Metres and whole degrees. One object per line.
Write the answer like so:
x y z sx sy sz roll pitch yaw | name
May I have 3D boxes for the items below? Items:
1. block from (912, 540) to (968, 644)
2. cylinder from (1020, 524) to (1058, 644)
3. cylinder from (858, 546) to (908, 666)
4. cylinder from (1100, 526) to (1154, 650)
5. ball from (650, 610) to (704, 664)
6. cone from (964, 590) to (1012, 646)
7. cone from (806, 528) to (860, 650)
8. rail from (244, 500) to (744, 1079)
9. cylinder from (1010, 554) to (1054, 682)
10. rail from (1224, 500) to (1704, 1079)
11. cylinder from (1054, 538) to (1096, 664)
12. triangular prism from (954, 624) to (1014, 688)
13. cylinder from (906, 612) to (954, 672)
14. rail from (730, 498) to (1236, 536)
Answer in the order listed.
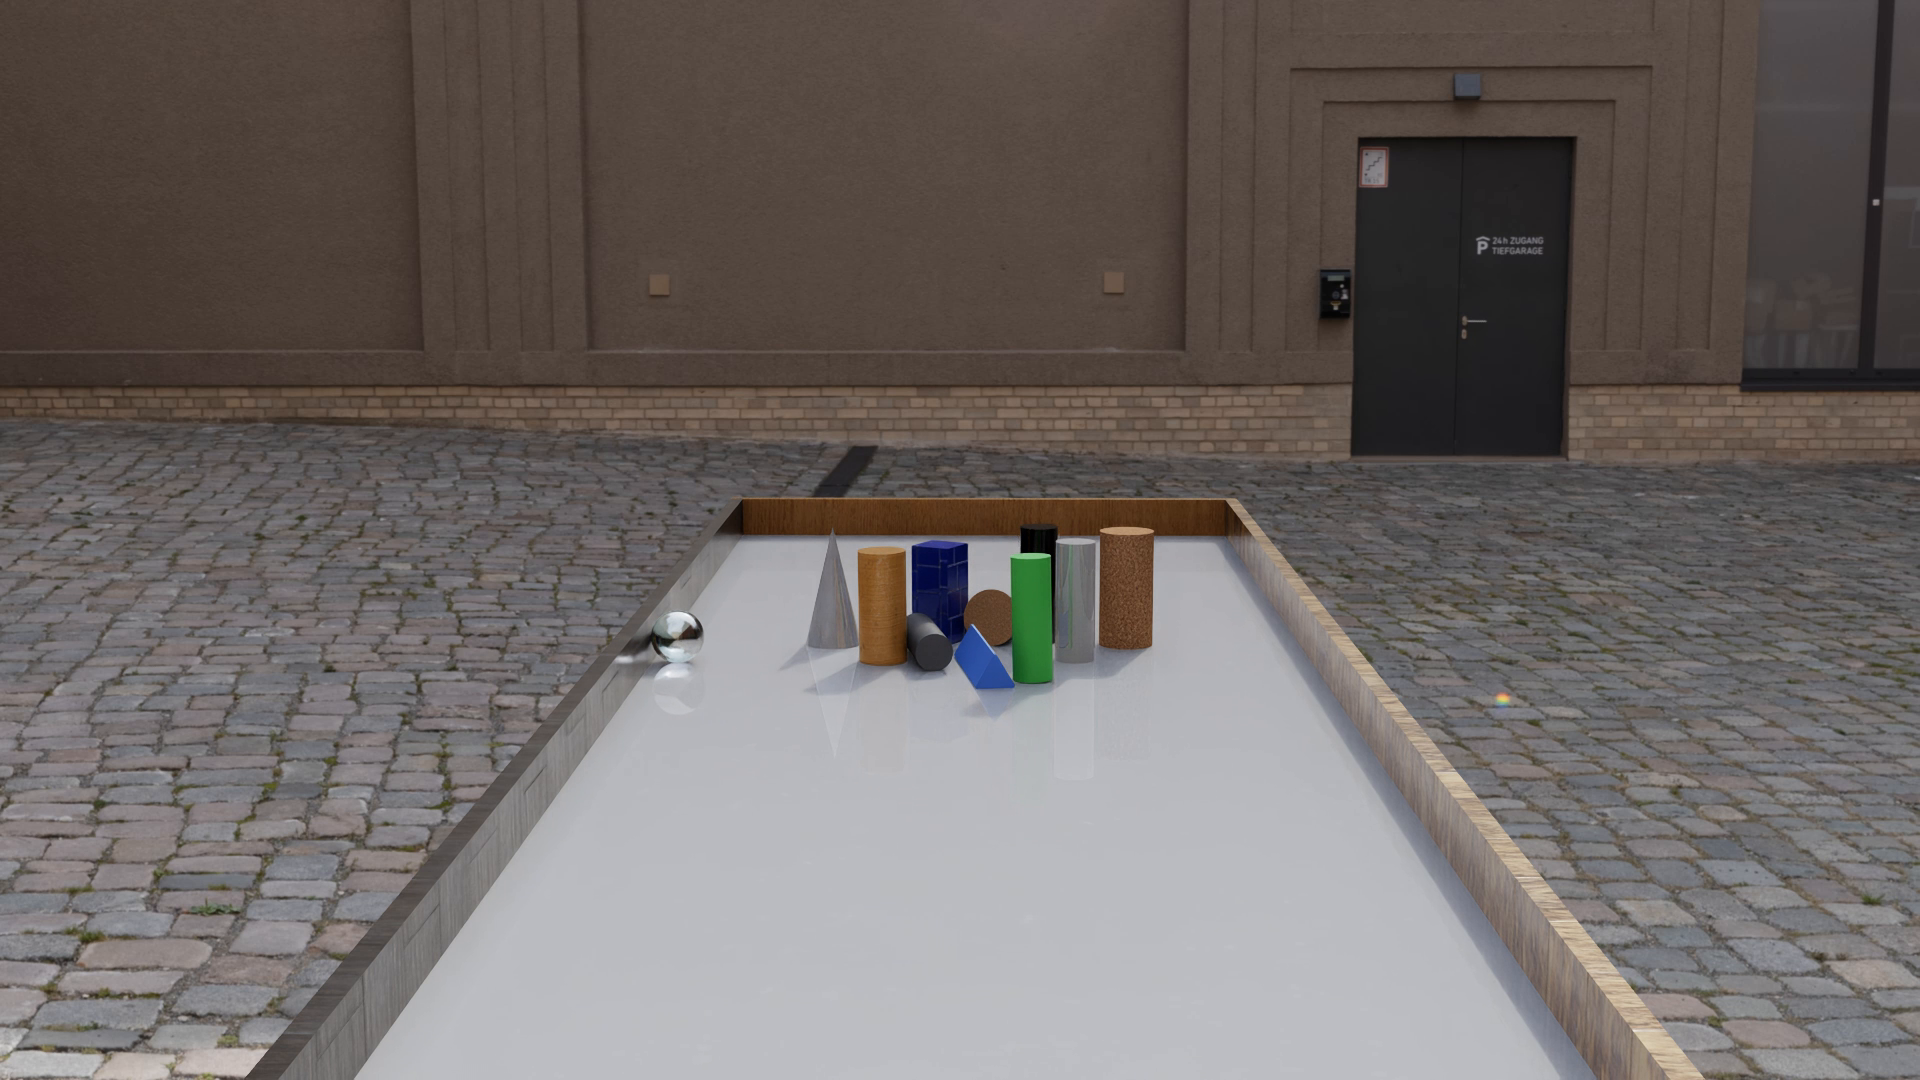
-0.063 0.167 6.969 0.131 0.309 0.131 5 10 29 | block
0.247 0.140 6.947 0.118 0.369 0.118 0 9 0 | cylinder
-0.235 0.199 6.662 0.146 0.340 0.146 -1 9 0 | cylinder
0.523 0.150 6.910 0.169 0.361 0.169 0 9 0 | cylinder
-0.854 0.292 6.652 0.161 0.161 0.161 0 9 0 | ball
0.150 0.256 7.117 0.178 0.178 0.425 2 -3 14 | cone
-0.399 0.142 6.915 0.177 0.375 0.177 0 9 0 | cone
-1.004 0.839 3.234 0.050 0.150 12.000 0 9 1 | rail
0.209 0.226 6.409 0.118 0.363 0.118 -1 8 0 | cylinder
1.046 0.843 3.208 0.050 0.150 12.000 0 9 1 | rail
0.350 0.184 6.683 0.122 0.364 0.122 0 9 0 | cylinder
0.069 0.341 6.530 0.113 0.098 0.450 -2 9 -8 | triangular prism
-0.105 0.309 6.698 0.114 0.114 0.338 -2 9 -10 | cylinder
0.099 -0.098 9.147 2.100 0.150 0.050 0 9 1 | rail
